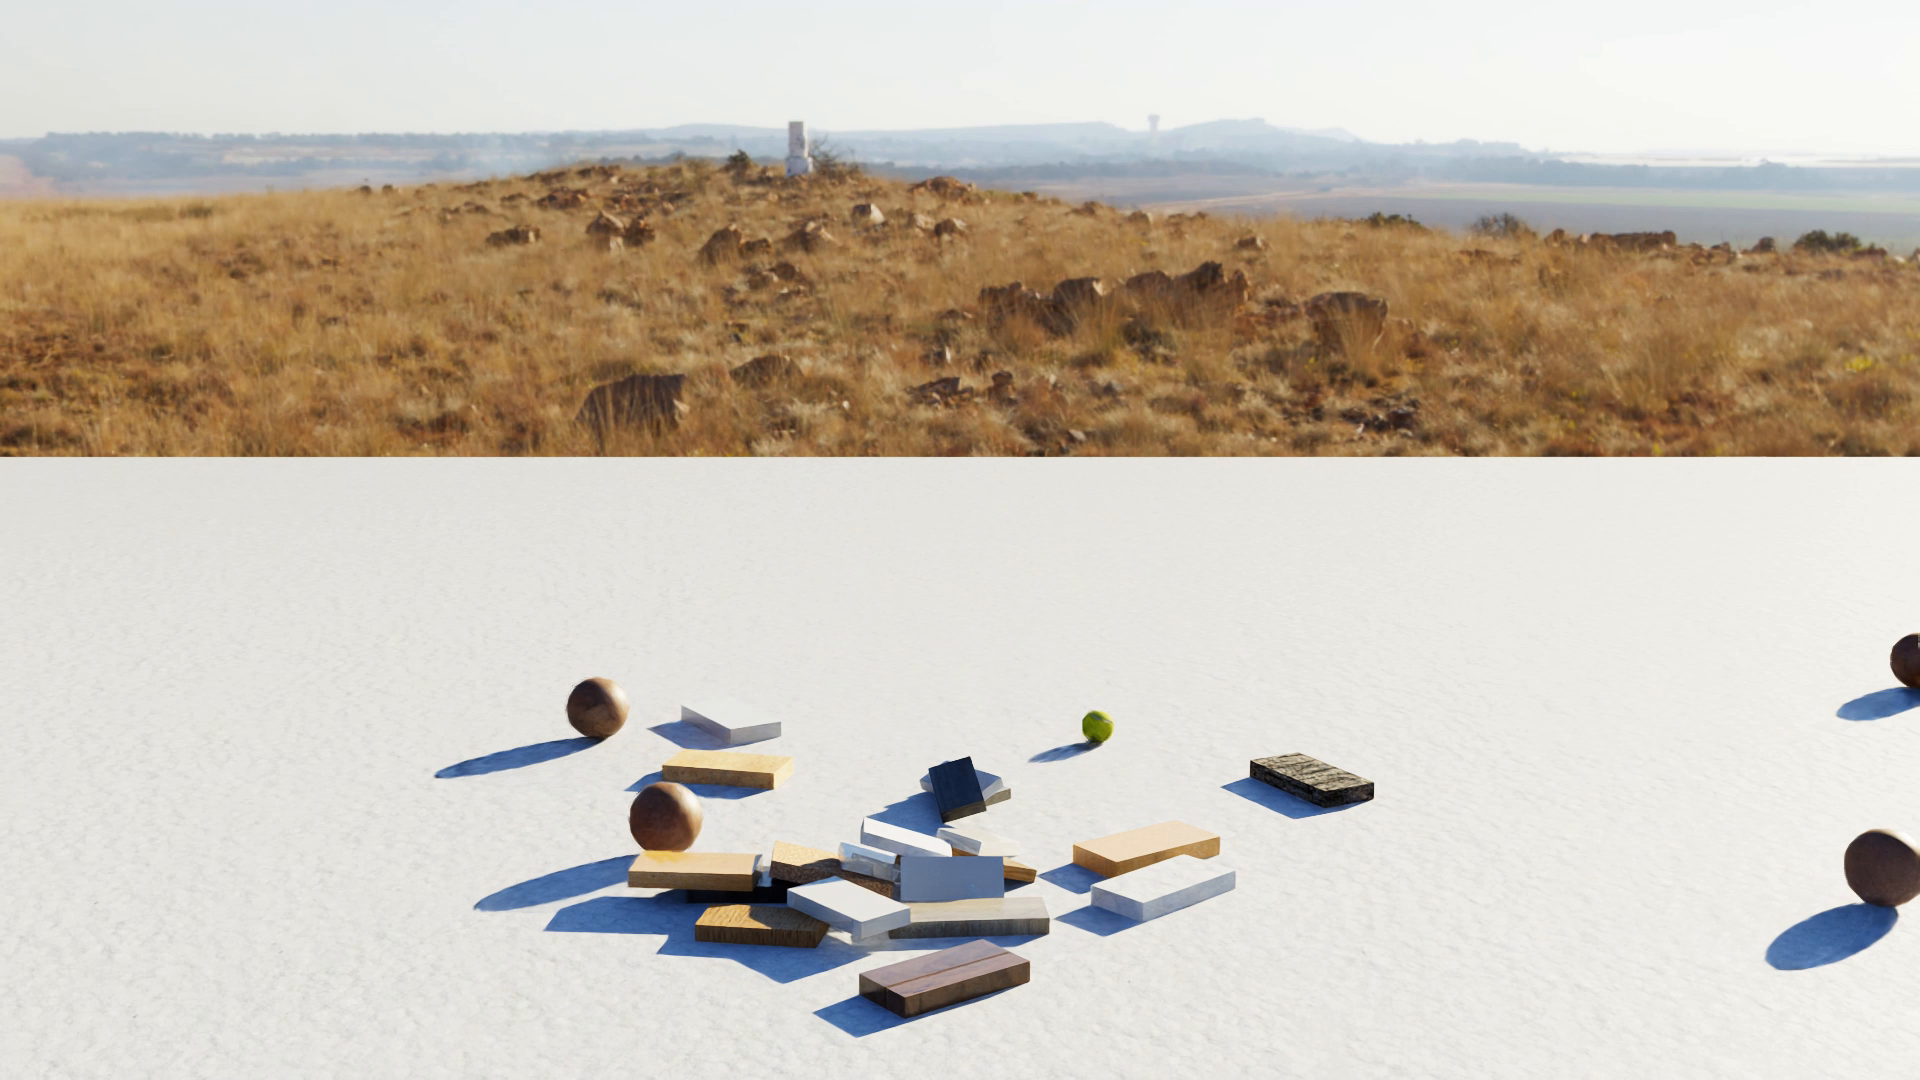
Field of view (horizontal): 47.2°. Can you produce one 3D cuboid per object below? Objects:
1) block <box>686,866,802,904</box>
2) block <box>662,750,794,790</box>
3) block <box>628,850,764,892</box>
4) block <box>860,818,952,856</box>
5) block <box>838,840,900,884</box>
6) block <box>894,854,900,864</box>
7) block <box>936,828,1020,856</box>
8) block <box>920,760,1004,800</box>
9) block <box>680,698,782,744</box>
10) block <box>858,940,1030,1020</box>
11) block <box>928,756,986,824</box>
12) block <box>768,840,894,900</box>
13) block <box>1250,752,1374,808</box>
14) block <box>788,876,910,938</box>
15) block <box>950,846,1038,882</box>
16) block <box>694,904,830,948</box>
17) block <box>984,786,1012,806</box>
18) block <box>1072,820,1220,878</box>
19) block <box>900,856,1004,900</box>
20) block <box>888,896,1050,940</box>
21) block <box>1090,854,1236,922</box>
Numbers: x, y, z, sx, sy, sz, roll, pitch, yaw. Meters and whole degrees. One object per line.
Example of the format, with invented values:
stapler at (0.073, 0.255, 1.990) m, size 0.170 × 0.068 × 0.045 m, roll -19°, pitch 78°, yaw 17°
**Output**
block at (-0.347, 0.575, 3.671) m, size 0.205 × 0.029 × 0.103 m, roll 0°, pitch 11°, yaw 0°
block at (-0.456, 0.451, 4.330) m, size 0.231 × 0.033 × 0.116 m, roll 3°, pitch 11°, yaw 14°
block at (-0.437, 0.549, 3.650) m, size 0.205 × 0.029 × 0.103 m, roll 1°, pitch 11°, yaw 5°
block at (-0.091, 0.507, 3.683) m, size 0.153 × 0.022 × 0.076 m, roll 17°, pitch 10°, yaw -5°
block at (-0.126, 0.544, 3.674) m, size 0.153 × 0.022 × 0.076 m, roll 16°, pitch 10°, yaw -12°
block at (-0.026, 0.551, 3.685) m, size 0.153 × 0.022 × 0.076 m, roll 20°, pitch 10°, yaw 14°
block at (0.032, 0.522, 3.805) m, size 0.085 × 0.024 × 0.169 m, roll 14°, pitch -1°, yaw 26°
block at (0.002, 0.462, 4.175) m, size 0.151 × 0.021 × 0.076 m, roll 12°, pitch 35°, yaw 45°
block at (-0.489, 0.384, 4.685) m, size 0.118 × 0.034 × 0.237 m, roll -7°, pitch 12°, yaw -32°
block at (-0.022, 0.649, 3.261) m, size 0.231 × 0.033 × 0.116 m, roll -8°, pitch 13°, yaw -37°
block at (-0.006, 0.466, 4.114) m, size 0.085 × 0.024 × 0.171 m, roll -16°, pitch 24°, yaw -2°
block at (-0.213, 0.552, 3.668) m, size 0.205 × 0.029 × 0.103 m, roll 12°, pitch 10°, yaw -4°
block at (0.680, 0.464, 4.258) m, size 0.118 × 0.034 × 0.237 m, roll -6°, pitch 12°, yaw -28°
block at (-0.177, 0.581, 3.488) m, size 0.097 × 0.028 × 0.194 m, roll -9°, pitch 14°, yaw -39°
block at (0.054, 0.551, 3.758) m, size 0.076 × 0.021 × 0.151 m, roll 16°, pitch -1°, yaw -39°
block at (-0.312, 0.611, 3.483) m, size 0.194 × 0.028 × 0.097 m, roll 2°, pitch 11°, yaw 9°
block at (0.017, 0.478, 4.213) m, size 0.151 × 0.021 × 0.076 m, roll 10°, pitch 15°, yaw 44°
block at (0.327, 0.541, 3.843) m, size 0.237 × 0.034 × 0.118 m, roll -8°, pitch 13°, yaw -35°
block at (-0.013, 0.563, 3.613) m, size 0.169 × 0.024 × 0.085 m, roll 0°, pitch 51°, yaw -1°
block at (0.011, 0.604, 3.518) m, size 0.254 × 0.028 × 0.097 m, roll -1°, pitch 11°, yaw -5°
block at (0.339, 0.576, 3.652) m, size 0.231 × 0.033 × 0.116 m, roll -10°, pitch 14°, yaw -42°
